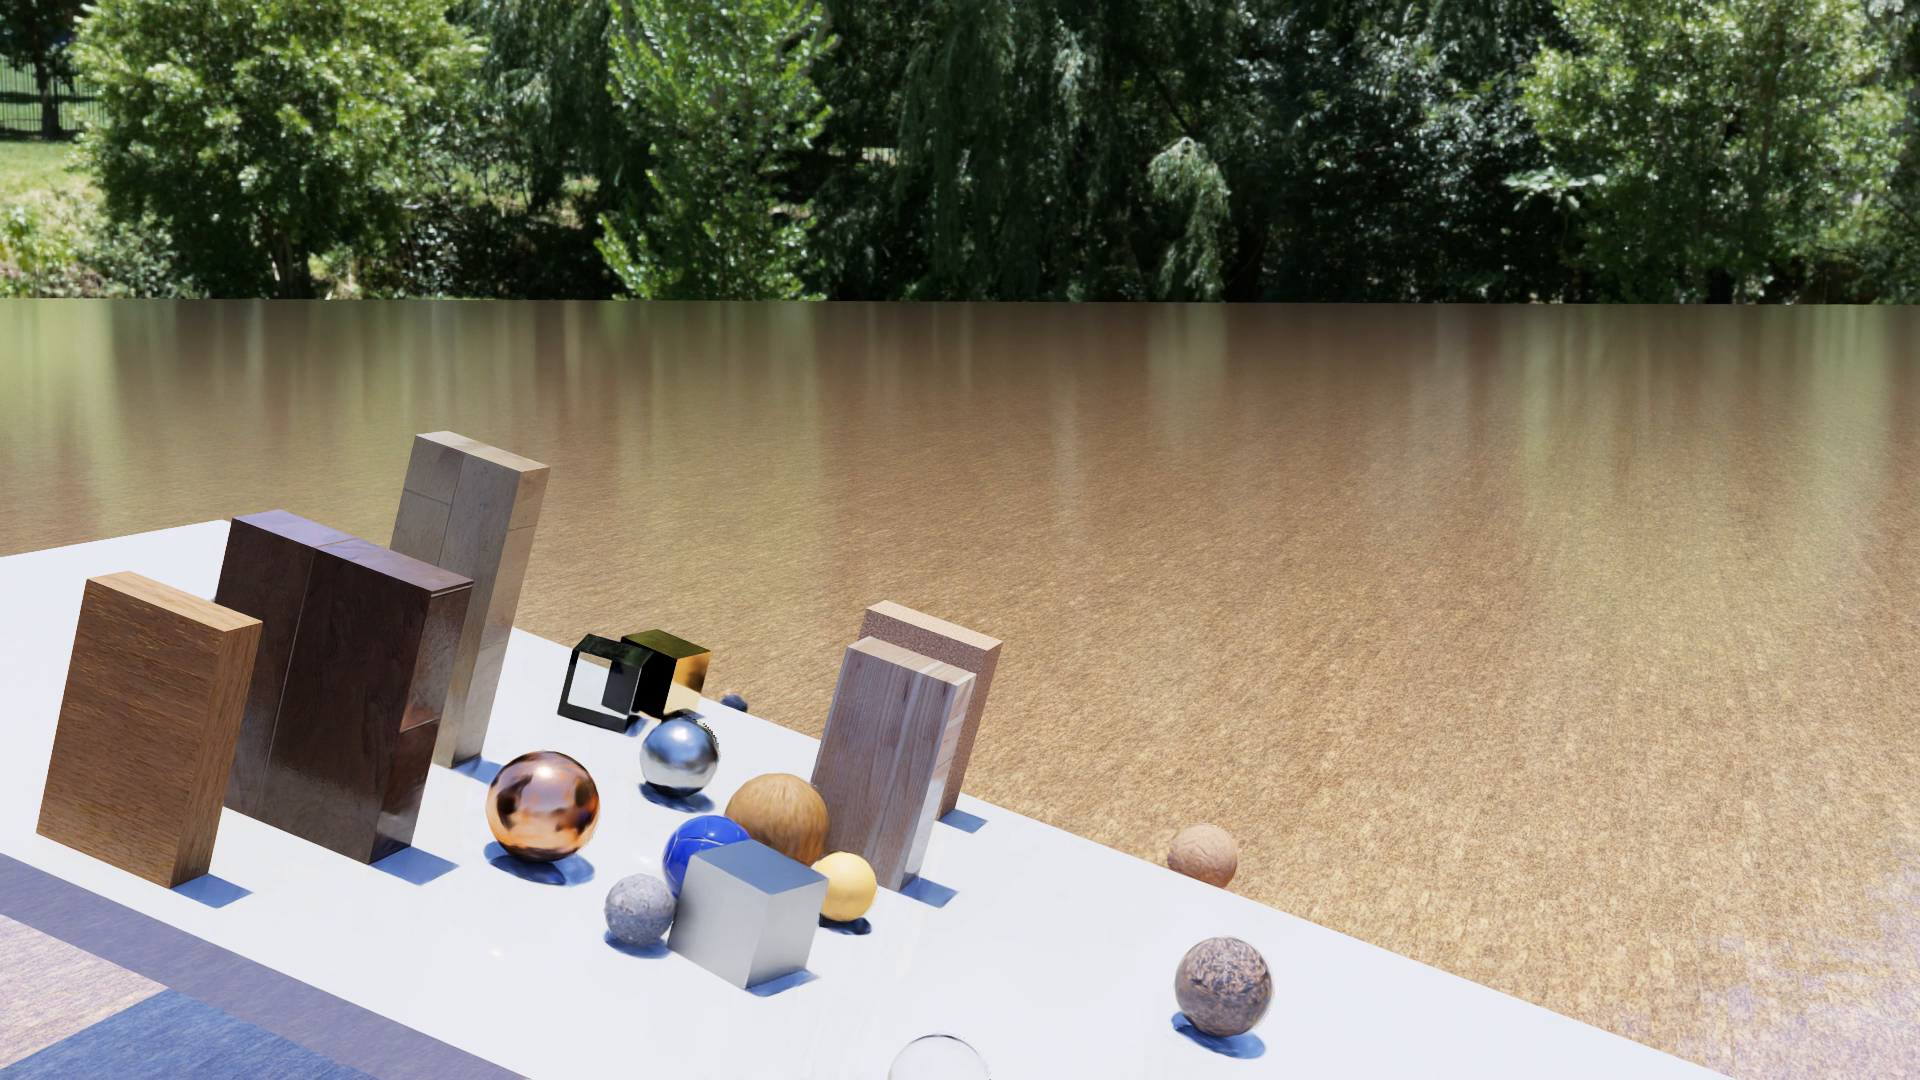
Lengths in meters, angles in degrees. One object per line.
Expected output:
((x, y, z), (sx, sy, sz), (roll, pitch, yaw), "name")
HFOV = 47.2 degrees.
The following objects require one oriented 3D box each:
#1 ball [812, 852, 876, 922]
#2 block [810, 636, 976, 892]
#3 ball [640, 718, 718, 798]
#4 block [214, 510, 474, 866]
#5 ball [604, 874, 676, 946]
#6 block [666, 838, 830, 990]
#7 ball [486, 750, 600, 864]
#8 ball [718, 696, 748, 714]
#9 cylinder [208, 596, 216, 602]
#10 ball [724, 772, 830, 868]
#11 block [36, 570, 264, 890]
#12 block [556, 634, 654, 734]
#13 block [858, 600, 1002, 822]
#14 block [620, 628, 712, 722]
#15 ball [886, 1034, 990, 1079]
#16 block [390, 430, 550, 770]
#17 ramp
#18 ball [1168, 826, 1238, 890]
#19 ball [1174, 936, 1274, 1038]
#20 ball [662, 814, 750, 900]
((-0.224, 0.661, 4.189), (0.131, 0.131, 0.131), (0, 7, 0), "ball")
((-0.155, 0.454, 4.469), (0.241, 0.448, 0.132), (19, 12, 14), "block")
((-0.587, 0.456, 4.595), (0.164, 0.164, 0.164), (0, 7, 0), "ball")
((-1.135, 0.257, 3.918), (0.408, 0.512, 0.142), (19, 12, 14), "block")
((-0.559, 0.644, 3.835), (0.123, 0.123, 0.123), (0, 7, 0), "ball")
((-0.373, 0.657, 3.878), (0.180, 0.180, 0.180), (22, 13, 29), "block")
((-0.770, 0.492, 4.061), (0.208, 0.208, 0.208), (0, 7, 0), "ball")
((-0.934, 0.701, 9.029), (0.129, 0.129, 0.129), (0, 7, 0), "ball")
((-1.526, 0.179, 4.661), (0.160, 0.160, 0.160), (0, 12, -1), "cylinder")
((-0.359, 0.559, 4.297), (0.209, 0.209, 0.209), (0, 7, 0), "ball")
((-1.324, 0.307, 3.588), (0.265, 0.446, 0.103), (19, 12, 14), "block")
((-0.800, 0.323, 4.967), (0.156, 0.156, 0.156), (16, 11, 0), "block")
((-0.110, 0.383, 4.971), (0.293, 0.409, 0.129), (19, 12, 14), "block")
((-0.703, 0.315, 5.137), (0.156, 0.156, 0.156), (20, 12, 21), "block")
((-0.034, 0.854, 3.435), (0.162, 0.162, 0.162), (0, 7, 0), "ball")
((-1.030, 0.120, 4.427), (0.241, 0.628, 0.122), (19, 12, 14), "block")
((-0.375, 0.730, 4.238), (4.000, 0.100, 2.000), (19, 12, 14), "ramp")
((0.725, 0.957, 6.571), (0.208, 0.208, 0.208), (0, 7, 0), "ball")
((0.497, 0.843, 4.152), (0.187, 0.187, 0.187), (0, 7, 0), "ball")
((-0.461, 0.596, 4.055), (0.178, 0.178, 0.178), (0, 7, 0), "ball")
